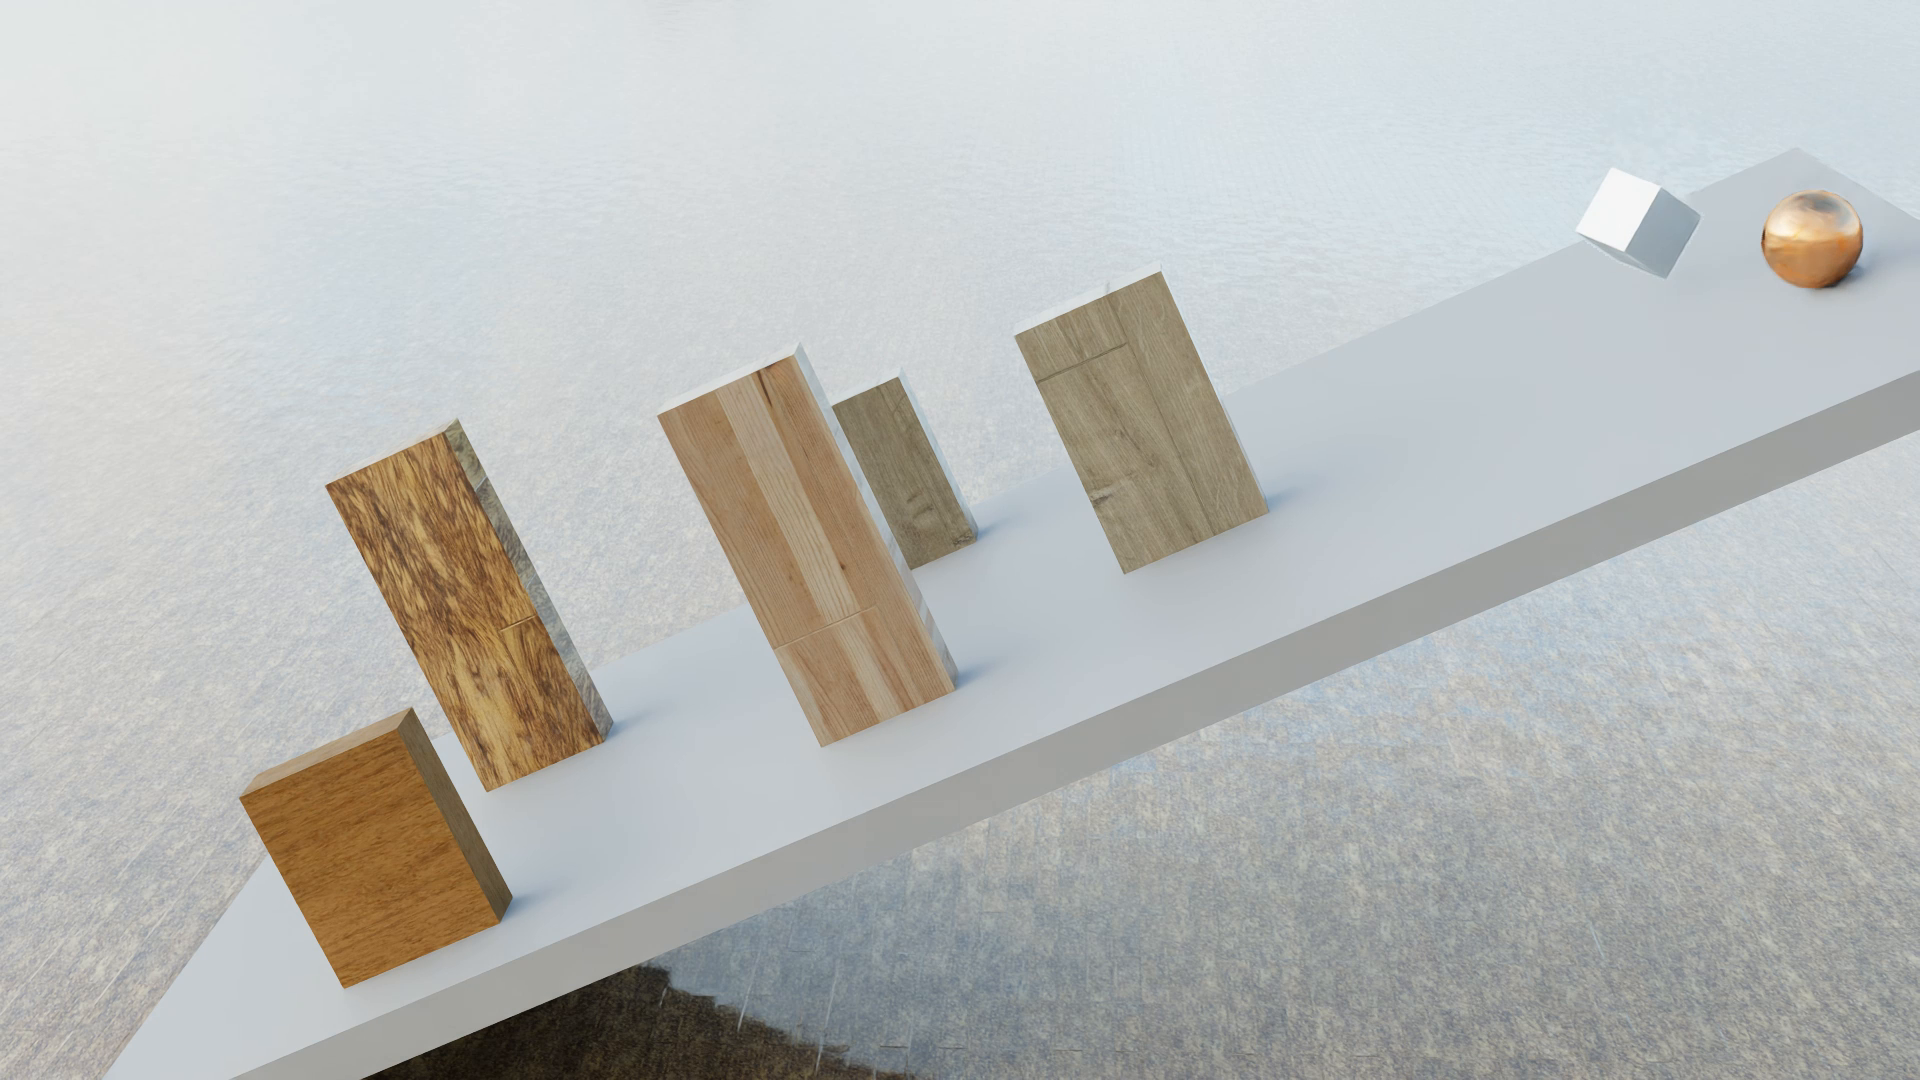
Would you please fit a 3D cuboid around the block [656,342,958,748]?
[{"bbox_3d":[-0.295,0.012,5.817,0.296,0.744,0.123,-23,13,9],"label":"block"}]

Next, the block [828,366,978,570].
[{"bbox_3d":[-0.170,-0.150,6.915,0.266,0.434,0.120,-23,13,9],"label":"block"}]

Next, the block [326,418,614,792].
[{"bbox_3d":[-1.109,0.150,6.685,0.302,0.795,0.139,-23,13,9],"label":"block"}]

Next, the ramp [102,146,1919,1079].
[{"bbox_3d":[0.134,0.169,6.283,4.000,0.100,2.000,-23,13,9],"label":"ramp"}]

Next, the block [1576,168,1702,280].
[{"bbox_3d":[1.418,-0.661,6.145,0.151,0.151,0.151,25,7,-38],"label":"block"}]

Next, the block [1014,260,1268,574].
[{"bbox_3d":[0.373,-0.251,6.037,0.324,0.549,0.127,-23,13,9],"label":"block"}]

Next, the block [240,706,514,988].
[{"bbox_3d":[-1.140,0.603,5.759,0.346,0.436,0.134,-23,13,9],"label":"block"}]

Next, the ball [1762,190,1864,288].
[{"bbox_3d":[1.665,-0.588,5.746,0.192,0.192,0.192,0,15,0],"label":"ball"}]
